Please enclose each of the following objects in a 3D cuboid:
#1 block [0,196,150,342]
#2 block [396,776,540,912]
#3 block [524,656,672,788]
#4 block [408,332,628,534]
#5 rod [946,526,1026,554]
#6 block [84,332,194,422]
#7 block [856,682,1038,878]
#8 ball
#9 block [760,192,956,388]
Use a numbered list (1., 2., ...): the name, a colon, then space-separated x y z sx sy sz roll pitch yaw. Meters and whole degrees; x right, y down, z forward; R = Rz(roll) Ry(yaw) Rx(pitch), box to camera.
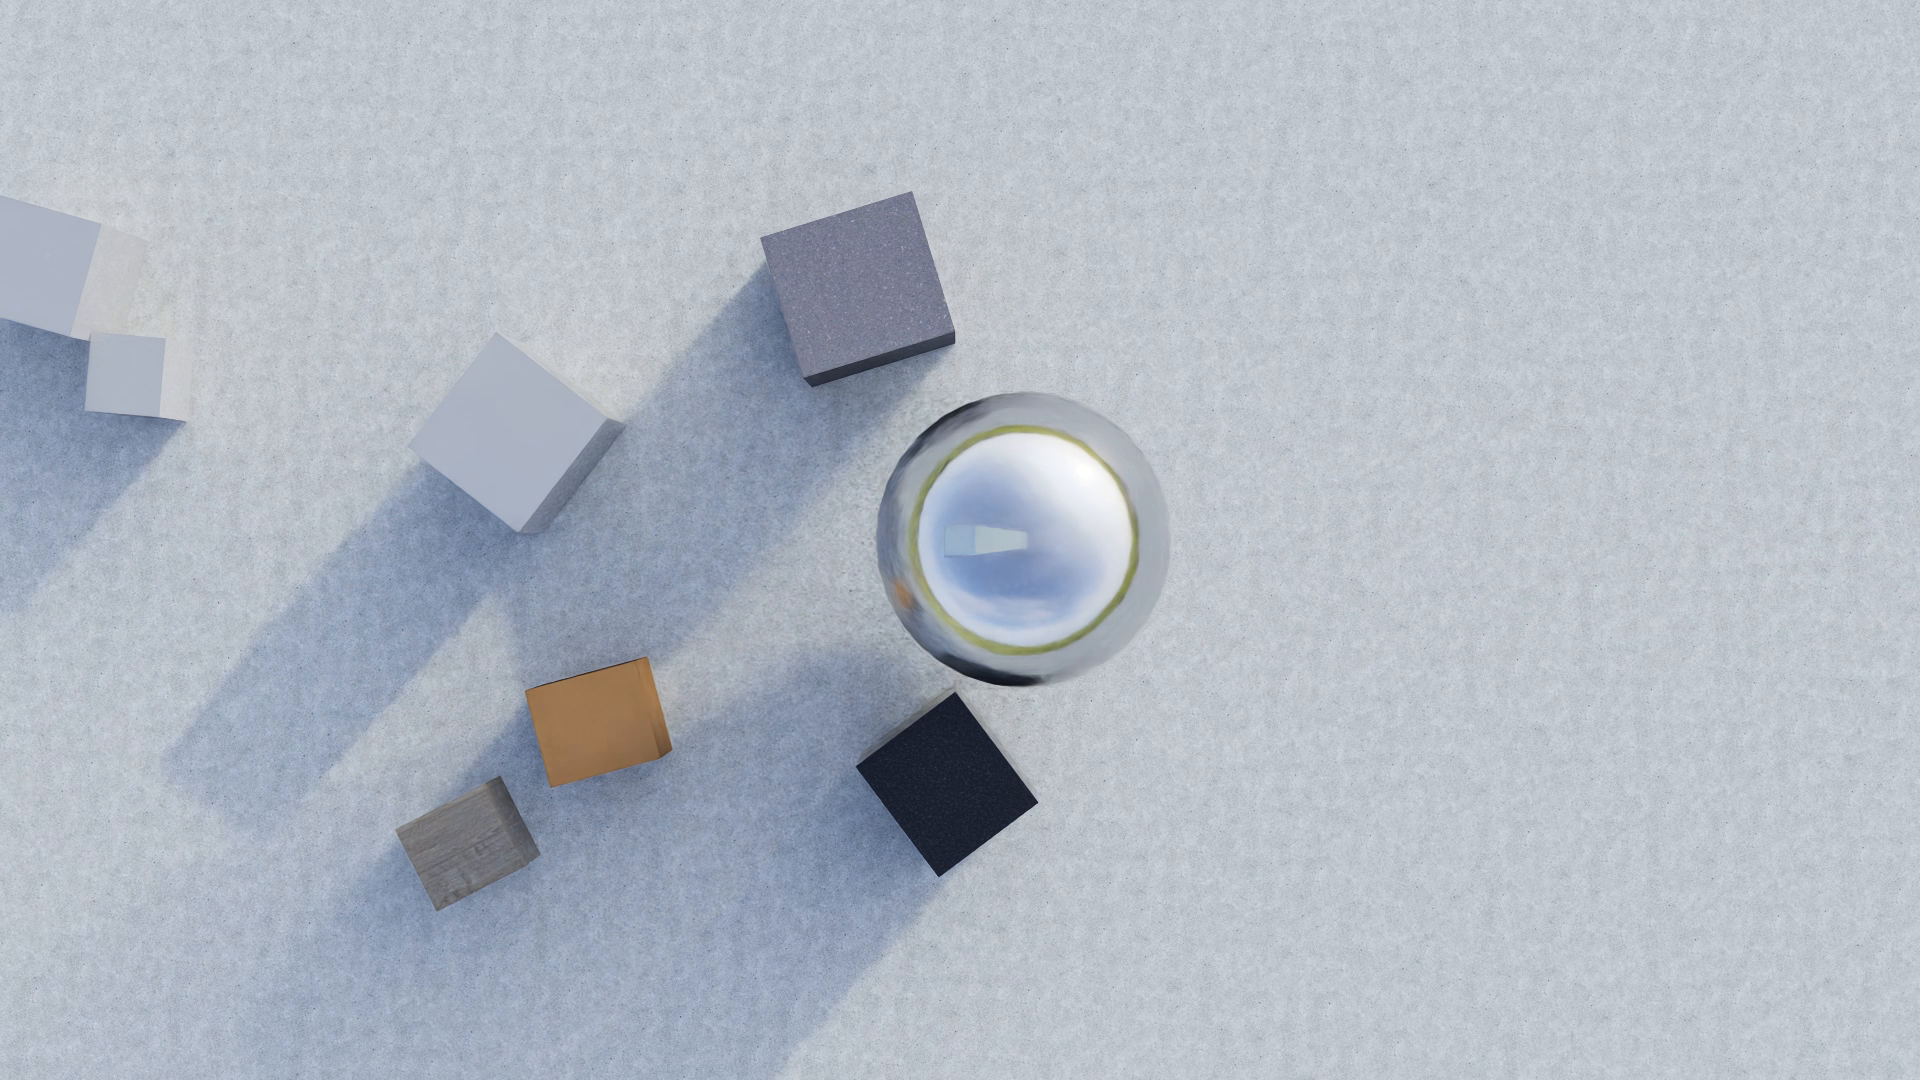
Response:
1. block: -5.208 -1.543 12.636 0.684 0.729 0.656 16 90 0
2. block: -2.848 1.754 12.756 0.561 0.488 0.526 -27 90 0
3. block: -2.084 1.046 12.733 0.644 0.533 0.571 -15 90 0
4. block: -2.522 -0.601 12.625 0.784 0.750 0.810 38 90 0
5. rod: 0.148 0.000 8.479 0.080 5.200 0.080 0 90 3
6. block: -4.759 -0.944 12.769 0.427 0.463 0.451 5 90 0
7. block: -0.072 1.359 12.606 0.694 0.788 0.772 -37 90 0
8. ball: 0.341 0.000 11.874 1.600 1.600 1.600 0 90 0
9. block: -0.571 -1.423 12.624 0.888 0.753 0.818 -17 90 0
